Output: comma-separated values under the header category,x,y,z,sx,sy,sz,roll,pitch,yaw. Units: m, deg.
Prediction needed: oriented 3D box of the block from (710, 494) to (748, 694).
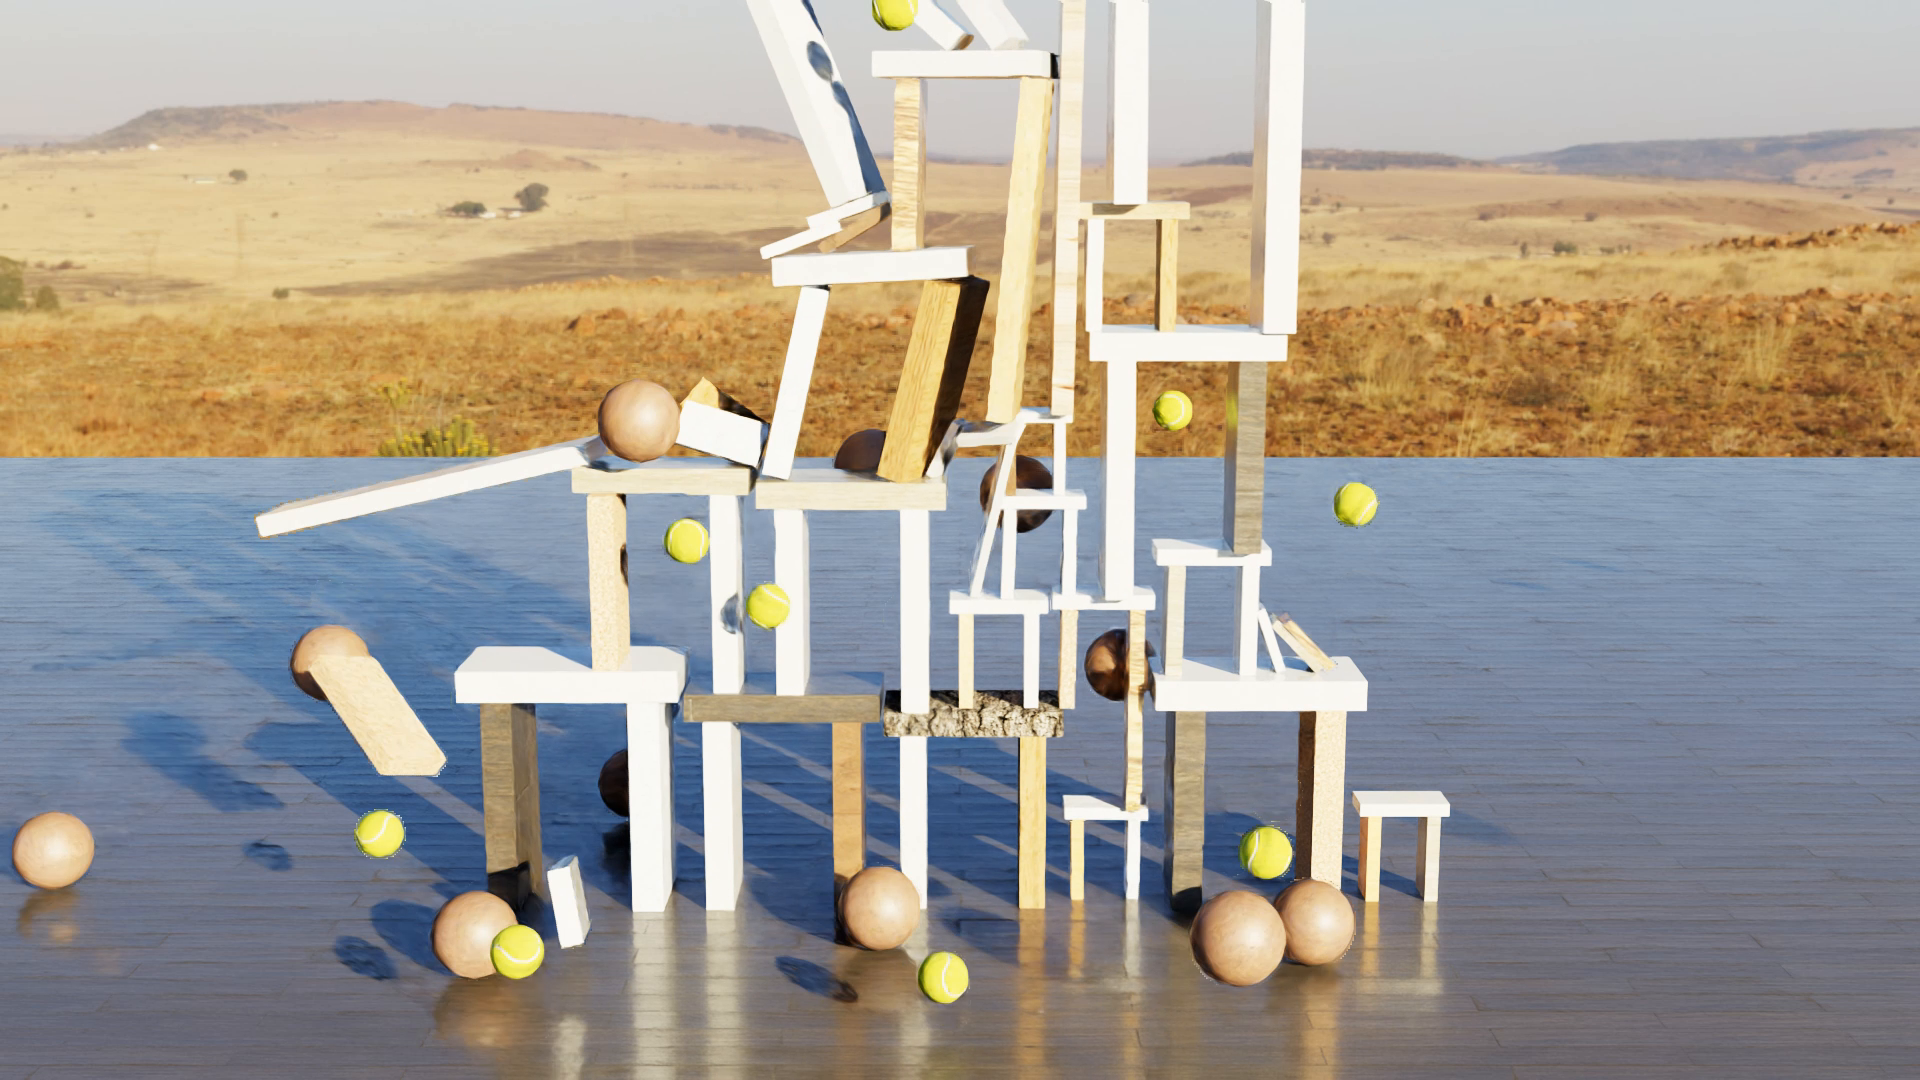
category,x,y,z,sx,sy,sz,roll,pitch,yaw
block,-0.376,0.075,3.578,0.040,0.324,0.141,0,11,0

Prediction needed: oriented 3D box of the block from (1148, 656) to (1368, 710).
category,x,y,z,sx,sy,sz,roll,pitch,yaw
block,0.483,0.235,3.603,0.338,0.048,0.169,0,11,0

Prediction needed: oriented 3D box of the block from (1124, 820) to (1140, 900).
category,x,y,z,sx,sy,sz,roll,pitch,yaw
block,0.287,0.521,3.661,0.020,0.138,0.069,0,11,0

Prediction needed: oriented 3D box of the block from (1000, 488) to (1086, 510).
category,x,y,z,sx,sy,sz,roll,pitch,yaw
block,0.130,-0.066,3.536,0.140,0.020,0.070,0,12,-1

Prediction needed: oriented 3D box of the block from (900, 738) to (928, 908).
category,x,y,z,sx,sy,sz,roll,pitch,yaw
block,-0.075,0.447,3.645,0.041,0.290,0.145,0,11,0

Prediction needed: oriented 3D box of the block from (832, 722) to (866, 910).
category,x,y,z,sx,sy,sz,roll,pitch,yaw
block,-0.182,0.435,3.640,0.045,0.316,0.158,0,11,0

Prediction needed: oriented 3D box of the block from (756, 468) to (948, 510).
category,x,y,z,sx,sy,sz,roll,pitch,yaw
block,-0.171,-0.083,3.547,0.301,0.043,0.151,0,10,1

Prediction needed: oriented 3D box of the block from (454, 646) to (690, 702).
category,x,y,z,sx,sy,sz,roll,pitch,yaw
block,-0.629,0.219,3.594,0.353,0.050,0.176,0,10,-1

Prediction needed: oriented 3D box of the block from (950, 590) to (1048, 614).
category,x,y,z,sx,sy,sz,roll,pitch,yaw
block,0.062,0.099,3.571,0.158,0.022,0.079,0,12,0

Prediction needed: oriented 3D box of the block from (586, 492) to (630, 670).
category,x,y,z,sx,sy,sz,roll,pitch,yaw
block,-0.568,0.057,3.559,0.040,0.282,0.141,0,10,-1

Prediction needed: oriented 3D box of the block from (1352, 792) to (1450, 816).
category,x,y,z,sx,sy,sz,roll,pitch,yaw
block,0.729,0.436,3.641,0.146,0.021,0.073,0,11,0

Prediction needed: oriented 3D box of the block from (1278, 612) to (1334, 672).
category,x,y,z,sx,sy,sz,roll,pitch,yaw
block,0.565,0.166,3.585,0.015,0.108,0.054,-43,11,7

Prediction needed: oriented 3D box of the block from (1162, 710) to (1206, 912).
category,x,y,z,sx,sy,sz,roll,pitch,yaw
block,0.370,0.424,3.639,0.048,0.338,0.169,0,11,0

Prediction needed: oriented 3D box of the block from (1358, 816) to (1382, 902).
category,x,y,z,sx,sy,sz,roll,pitch,yaw
block,0.681,0.518,3.656,0.021,0.146,0.073,0,11,0

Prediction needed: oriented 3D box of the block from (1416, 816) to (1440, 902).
category,x,y,z,sx,sy,sz,roll,pitch,yaw
block,0.778,0.518,3.656,0.021,0.146,0.073,0,11,0

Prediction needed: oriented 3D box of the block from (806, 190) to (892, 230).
category,x,y,z,sx,sy,sz,roll,pitch,yaw
block,-0.173,-0.522,3.475,0.131,0.018,0.065,-18,6,8

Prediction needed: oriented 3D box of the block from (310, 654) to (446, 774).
category,x,y,z,sx,sy,sz,roll,pitch,yaw
block,-0.910,0.273,3.437,0.230,0.033,0.115,48,19,26

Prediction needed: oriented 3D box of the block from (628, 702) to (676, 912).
category,x,y,z,sx,sy,sz,roll,pitch,yaw
block,-0.509,0.416,3.640,0.050,0.353,0.176,0,10,0

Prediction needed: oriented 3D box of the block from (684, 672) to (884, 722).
category,x,y,z,sx,sy,sz,roll,pitch,yaw
block,-0.286,0.257,3.611,0.316,0.045,0.158,0,11,0

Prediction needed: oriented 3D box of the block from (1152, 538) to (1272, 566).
category,x,y,z,sx,sy,sz,roll,pitch,yaw
block,0.406,0.020,3.560,0.182,0.026,0.091,0,11,-1

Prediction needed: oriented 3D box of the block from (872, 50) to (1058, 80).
category,x,y,z,sx,sy,sz,roll,pitch,yaw
block,0.009,-0.731,3.388,0.264,0.037,0.132,3,10,14

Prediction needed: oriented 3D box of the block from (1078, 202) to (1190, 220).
category,x,y,z,sx,sy,sz,roll,pitch,yaw
block,0.269,-0.519,3.459,0.174,0.025,0.087,0,11,-1

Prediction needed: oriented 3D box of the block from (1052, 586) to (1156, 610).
category,x,y,z,sx,sy,sz,roll,pitch,yaw
block,0.231,0.093,3.572,0.164,0.023,0.082,0,11,0

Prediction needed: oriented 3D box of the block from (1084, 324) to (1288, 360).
category,x,y,z,sx,sy,sz,roll,pitch,yaw
block,0.355,-0.314,3.495,0.306,0.043,0.153,0,11,0

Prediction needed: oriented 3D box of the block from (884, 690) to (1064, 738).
category,x,y,z,sx,sy,sz,roll,pitch,yaw
block,0.021,0.284,3.615,0.290,0.041,0.145,0,11,0

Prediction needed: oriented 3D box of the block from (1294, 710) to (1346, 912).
category,x,y,z,sx,sy,sz,roll,pitch,yaw
block,0.595,0.424,3.639,0.048,0.338,0.169,0,11,0

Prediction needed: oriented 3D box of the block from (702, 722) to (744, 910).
category,x,y,z,sx,sy,sz,roll,pitch,yaw
block,-0.392,0.435,3.641,0.045,0.316,0.158,0,11,0

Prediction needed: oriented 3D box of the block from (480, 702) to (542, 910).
category,x,y,z,sx,sy,sz,roll,pitch,yaw
block,-0.742,0.415,3.641,0.050,0.353,0.176,0,10,2

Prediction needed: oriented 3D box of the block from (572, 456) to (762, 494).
category,x,y,z,sx,sy,sz,roll,pitch,yaw
block,-0.472,-0.106,3.557,0.282,0.040,0.141,1,10,3

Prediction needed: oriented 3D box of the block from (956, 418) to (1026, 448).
category,x,y,z,sx,sy,sz,roll,pitch,yaw
block,0.048,-0.167,3.415,0.098,0.014,0.049,-3,36,23

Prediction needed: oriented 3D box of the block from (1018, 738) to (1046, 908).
category,x,y,z,sx,sy,sz,roll,pitch,yaw
block,0.118,0.447,3.645,0.041,0.290,0.145,0,11,0

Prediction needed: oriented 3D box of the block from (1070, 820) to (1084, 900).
category,x,y,z,sx,sy,sz,roll,pitch,yaw
block,0.194,0.521,3.661,0.020,0.138,0.069,0,11,0

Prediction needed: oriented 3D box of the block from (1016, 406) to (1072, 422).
category,x,y,z,sx,sy,sz,roll,pitch,yaw
block,0.119,-0.200,3.512,0.118,0.017,0.059,0,12,-1

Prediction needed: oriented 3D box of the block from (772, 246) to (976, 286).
category,x,y,z,sx,sy,sz,roll,pitch,yaw
block,-0.133,-0.433,3.468,0.302,0.043,0.151,-2,9,7

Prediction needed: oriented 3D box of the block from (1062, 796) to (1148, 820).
category,x,y,z,sx,sy,sz,roll,pitch,yaw
block,0.241,0.444,3.647,0.138,0.020,0.069,0,11,0

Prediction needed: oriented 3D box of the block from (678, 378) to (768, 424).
category,x,y,z,sx,sy,sz,roll,pitch,yaw
block,-0.388,-0.200,3.636,0.142,0.020,0.071,35,54,0
